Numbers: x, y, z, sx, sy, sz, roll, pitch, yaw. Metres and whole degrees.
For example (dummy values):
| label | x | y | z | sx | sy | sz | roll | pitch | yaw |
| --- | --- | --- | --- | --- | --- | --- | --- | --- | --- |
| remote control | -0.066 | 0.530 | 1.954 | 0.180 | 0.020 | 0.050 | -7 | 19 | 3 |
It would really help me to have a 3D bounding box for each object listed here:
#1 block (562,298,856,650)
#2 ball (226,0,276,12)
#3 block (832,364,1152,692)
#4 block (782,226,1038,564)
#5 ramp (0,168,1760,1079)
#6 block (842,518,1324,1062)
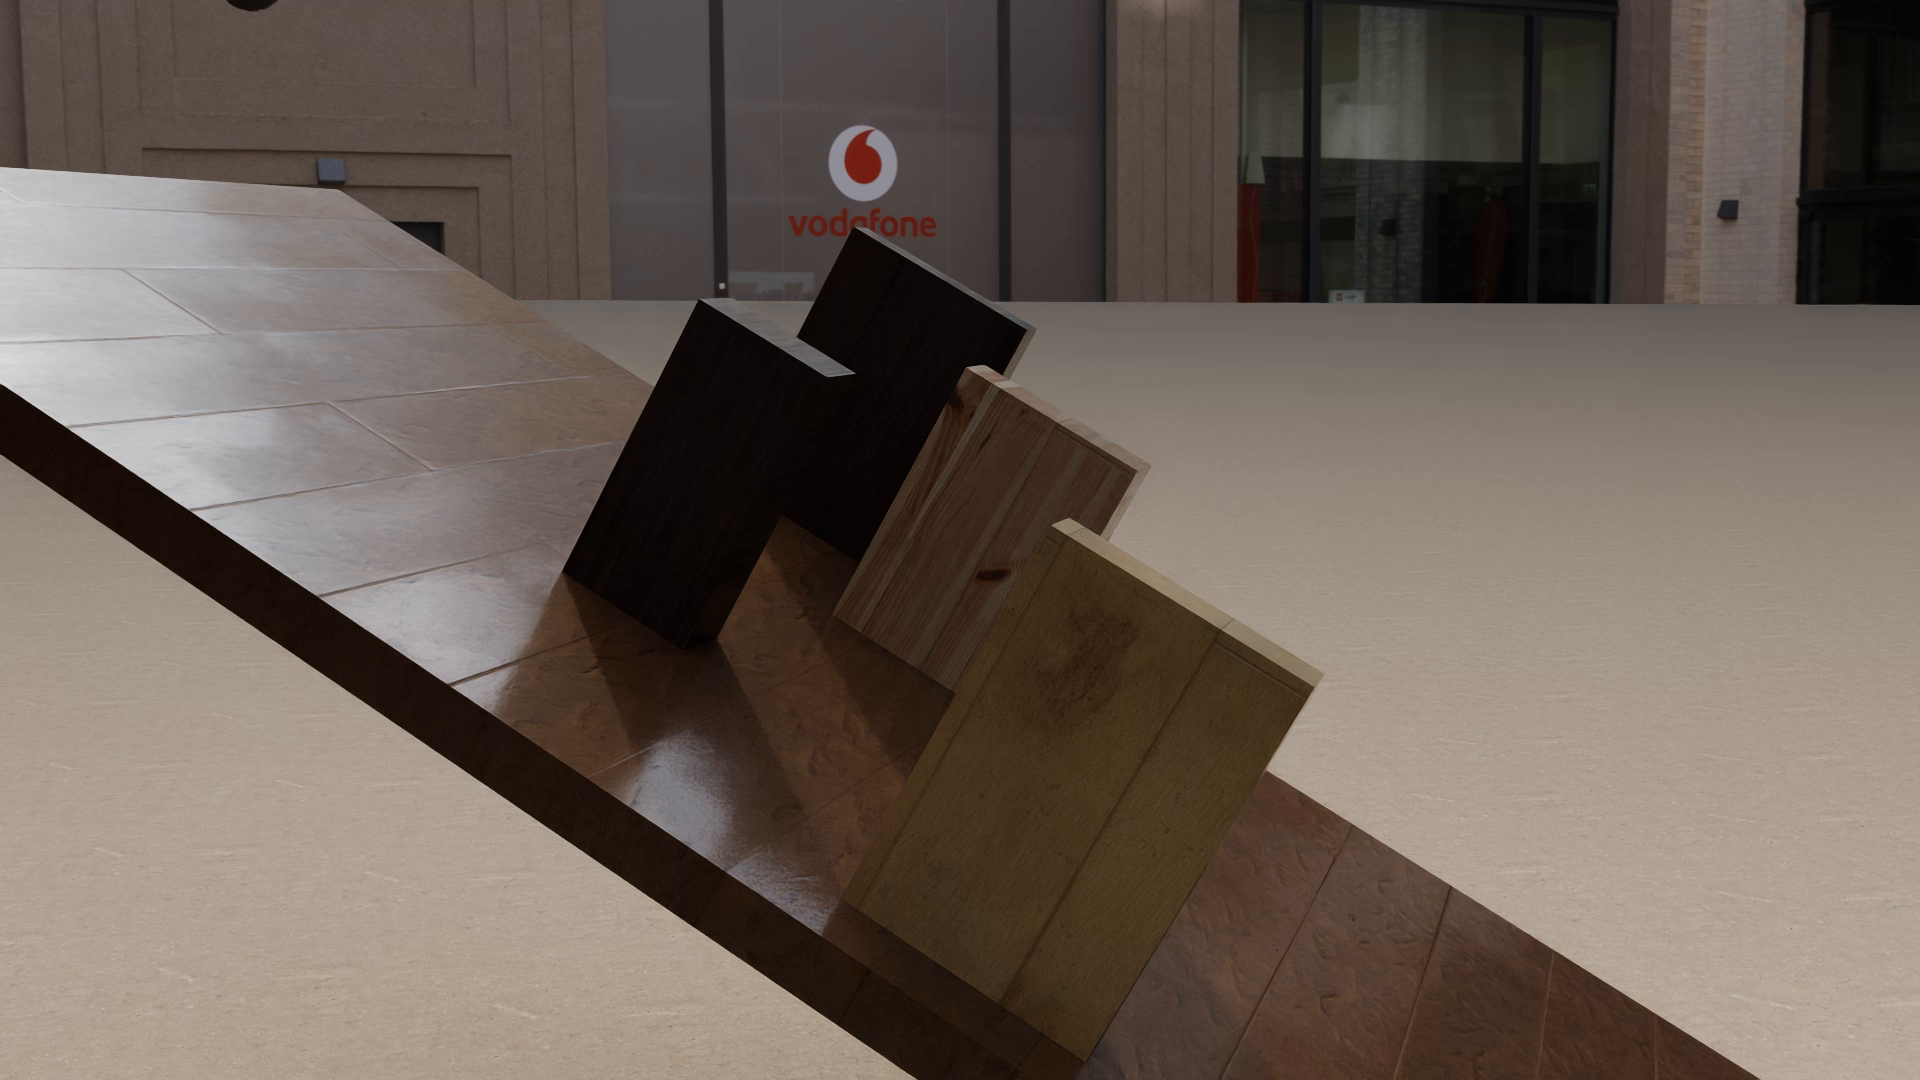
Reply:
| label | x | y | z | sx | sy | sz | roll | pitch | yaw |
| --- | --- | --- | --- | --- | --- | --- | --- | --- | --- |
| block | -0.441 | -0.117 | 3.854 | 0.266 | 0.550 | 0.144 | 32 | 15 | 11 |
| ball | -1.370 | -1.089 | 4.241 | 0.135 | 0.135 | 0.135 | 0 | 7 | 0 |
| block | 0.060 | 0.001 | 4.358 | 0.393 | 0.571 | 0.128 | 32 | 15 | 11 |
| block | -0.180 | -0.295 | 4.799 | 0.445 | 0.631 | 0.081 | 32 | 15 | 11 |
| ramp | -0.195 | 0.321 | 4.133 | 4.000 | 0.100 | 2.000 | 32 | 15 | 11 |
| block | 0.170 | 0.360 | 3.178 | 0.429 | 0.649 | 0.103 | 32 | 15 | 11 |
